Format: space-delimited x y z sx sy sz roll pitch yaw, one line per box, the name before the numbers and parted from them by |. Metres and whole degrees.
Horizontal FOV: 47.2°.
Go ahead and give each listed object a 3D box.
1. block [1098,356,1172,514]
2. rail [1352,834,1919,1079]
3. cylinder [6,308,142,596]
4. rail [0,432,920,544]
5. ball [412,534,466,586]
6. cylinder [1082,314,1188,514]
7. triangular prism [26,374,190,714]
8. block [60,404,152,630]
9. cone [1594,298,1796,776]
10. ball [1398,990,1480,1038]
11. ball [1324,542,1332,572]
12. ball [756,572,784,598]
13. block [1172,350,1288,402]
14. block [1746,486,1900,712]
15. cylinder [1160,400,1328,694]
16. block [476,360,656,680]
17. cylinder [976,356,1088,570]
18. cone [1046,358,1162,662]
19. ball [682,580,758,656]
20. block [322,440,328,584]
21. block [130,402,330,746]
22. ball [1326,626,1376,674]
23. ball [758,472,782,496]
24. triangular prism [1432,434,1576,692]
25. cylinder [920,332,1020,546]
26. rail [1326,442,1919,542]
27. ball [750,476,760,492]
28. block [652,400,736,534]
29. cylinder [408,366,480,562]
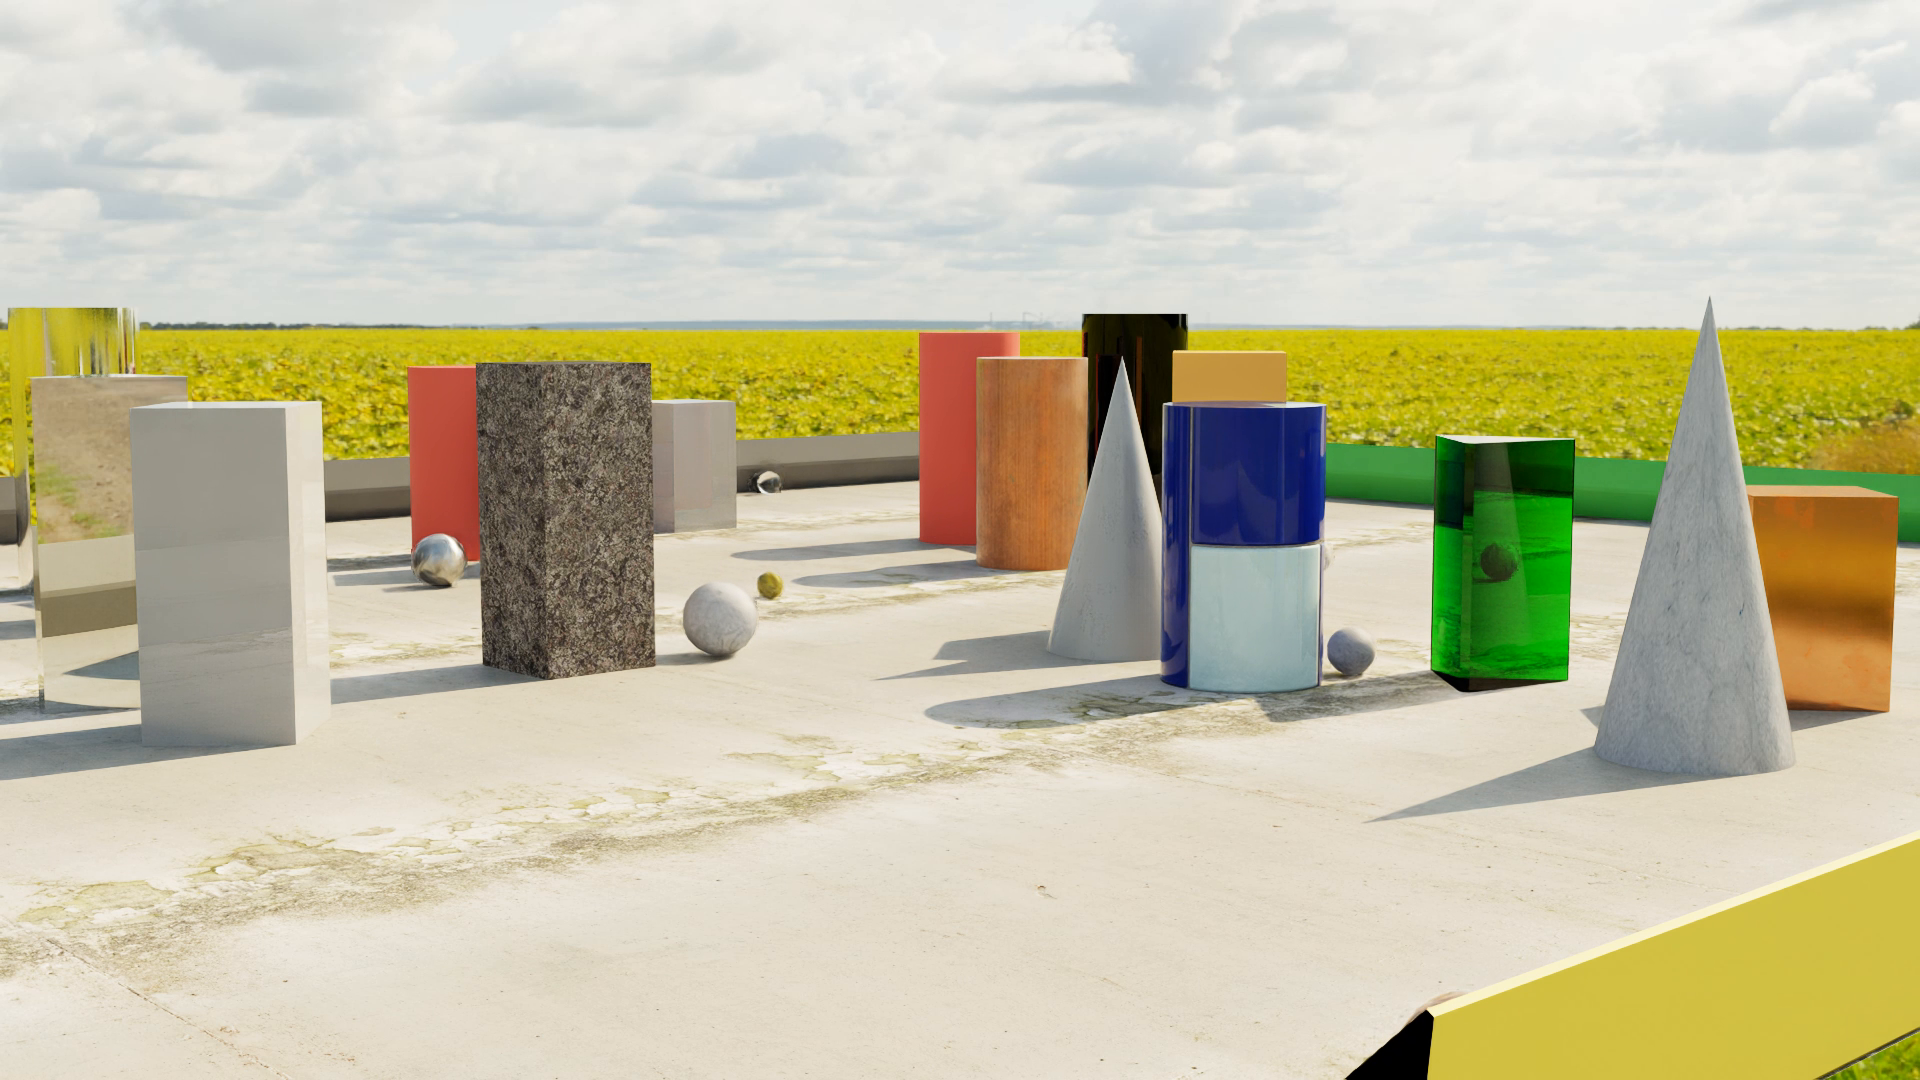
block | 0.374 -0.182 4.297 0.155 0.353 0.155 -3 7 -26
rail | 1.249 0.174 1.986 3.911 0.126 0.045 -6 8 -42
cylinder | -1.394 -0.144 3.482 0.194 0.447 0.194 0 6 0
rail | -1.249 -0.109 4.678 3.911 0.126 0.045 -6 8 -42
ball | -0.837 0.032 3.539 0.085 0.085 0.085 0 6 0
cylinder | 0.317 -0.193 4.004 0.194 0.437 0.194 0 6 0
triangular prism | -0.965 -0.002 2.507 0.168 0.370 0.145 -3 7 -23
block | -1.193 -0.037 3.140 0.155 0.307 0.155 -2 6 -21
cone | 0.735 -0.013 2.180 0.194 0.460 0.194 0 6 0
ball | 0.273 0.282 1.173 0.082 0.082 0.082 0 6 0
ball | 0.594 0.028 3.692 0.063 0.063 0.063 0 6 0
ball | -0.293 0.069 3.393 0.042 0.042 0.042 0 6 0
block | 0.376 -0.072 3.098 0.155 0.385 0.155 1 6 6
block | 0.962 0.063 2.511 0.155 0.239 0.155 1 6 6
cylinder | 0.338 0.004 2.631 0.194 0.332 0.194 0 6 0
block | -0.490 -0.031 2.736 0.155 0.379 0.155 -5 8 -42
cylinder | 0.125 -0.137 3.833 0.194 0.360 0.194 0 6 0
cone | 0.210 -0.047 2.865 0.194 0.384 0.194 0 6 0
ball | -0.309 0.101 2.833 0.096 0.096 0.096 0 6 0
block | -1.117 -0.045 3.484 0.155 0.251 0.155 5 8 42
block | -0.762 0.031 2.309 0.155 0.345 0.155 0 6 -3
ball | 0.478 0.135 2.685 0.059 0.059 0.059 0 6 0
ball | -0.458 -0.136 5.280 0.057 0.057 0.057 0 6 0
triangular prism | 0.623 0.022 2.653 0.168 0.291 0.145 -3 7 -30
cylinder | 0.018 -0.199 4.236 0.194 0.400 0.194 0 6 0
rail | 1.420 -0.104 4.635 0.045 0.126 3.730 -6 8 -42
ball | -0.490 -0.136 5.345 0.043 0.043 0.043 0 6 0
block | -0.565 -0.153 4.480 0.155 0.258 0.155 -6 8 -43
cylinder | -0.893 -0.141 3.966 0.194 0.342 0.194 0 6 0
